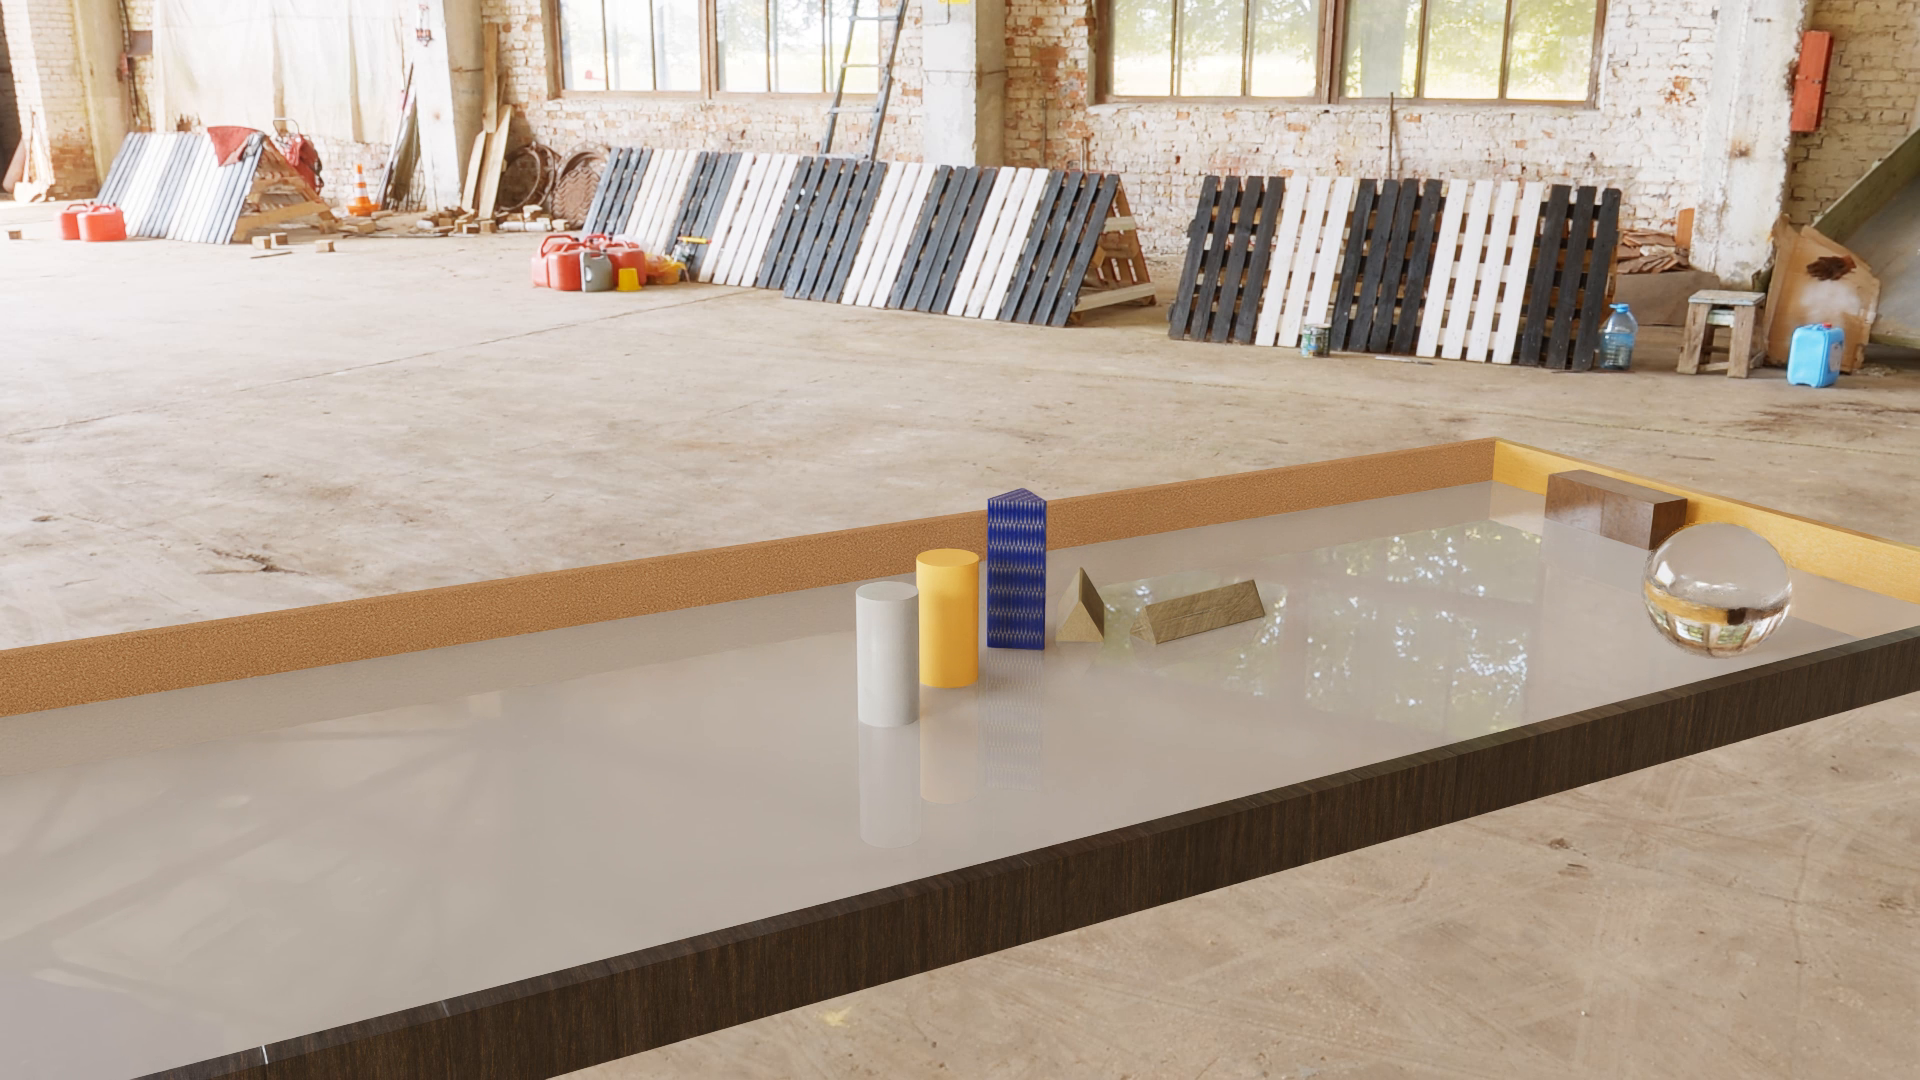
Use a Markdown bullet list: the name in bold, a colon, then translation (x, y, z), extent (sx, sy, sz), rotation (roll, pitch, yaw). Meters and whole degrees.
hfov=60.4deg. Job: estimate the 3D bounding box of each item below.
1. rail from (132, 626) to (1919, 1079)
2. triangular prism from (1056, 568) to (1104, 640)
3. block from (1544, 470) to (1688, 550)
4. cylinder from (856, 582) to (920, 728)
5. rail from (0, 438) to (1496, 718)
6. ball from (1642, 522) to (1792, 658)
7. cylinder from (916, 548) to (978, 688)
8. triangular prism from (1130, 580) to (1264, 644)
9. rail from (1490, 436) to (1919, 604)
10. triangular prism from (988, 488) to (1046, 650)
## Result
- **rail**: translation (-2.336, 1.006, 1.665), extent (12.000, 0.150, 0.050), rotation (-9, 18, -27)
- **triangular prism**: translation (0.333, 0.173, 4.558), extent (0.128, 0.111, 0.306), rotation (1, 16, 5)
- **block**: translation (2.155, -0.104, 5.438), extent (0.153, 0.153, 0.436), rotation (-8, 18, -26)
- **cylinder**: translation (-0.169, 0.269, 3.889), extent (0.148, 0.311, 0.148), rotation (0, 16, 0)
- **rail**: translation (-3.305, 0.497, 3.399), extent (12.000, 0.150, 0.050), rotation (-9, 18, -27)
- **ball**: translation (1.967, 0.129, 4.292), extent (0.352, 0.352, 0.352), rotation (0, 16, 0)
- **cylinder**: translation (-0.031, 0.195, 4.132), extent (0.155, 0.316, 0.155), rotation (0, 16, 0)
- **triangular prism**: translation (0.659, 0.188, 4.541), extent (0.406, 0.093, 0.108), rotation (-11, 20, -33)
- **rail**: translation (2.466, -0.048, 5.253), extent (0.050, 0.150, 2.100), rotation (-9, 18, -27)
- **triangular prism**: translation (0.158, 0.075, 4.381), extent (0.152, 0.406, 0.131), rotation (3, 17, 9)
